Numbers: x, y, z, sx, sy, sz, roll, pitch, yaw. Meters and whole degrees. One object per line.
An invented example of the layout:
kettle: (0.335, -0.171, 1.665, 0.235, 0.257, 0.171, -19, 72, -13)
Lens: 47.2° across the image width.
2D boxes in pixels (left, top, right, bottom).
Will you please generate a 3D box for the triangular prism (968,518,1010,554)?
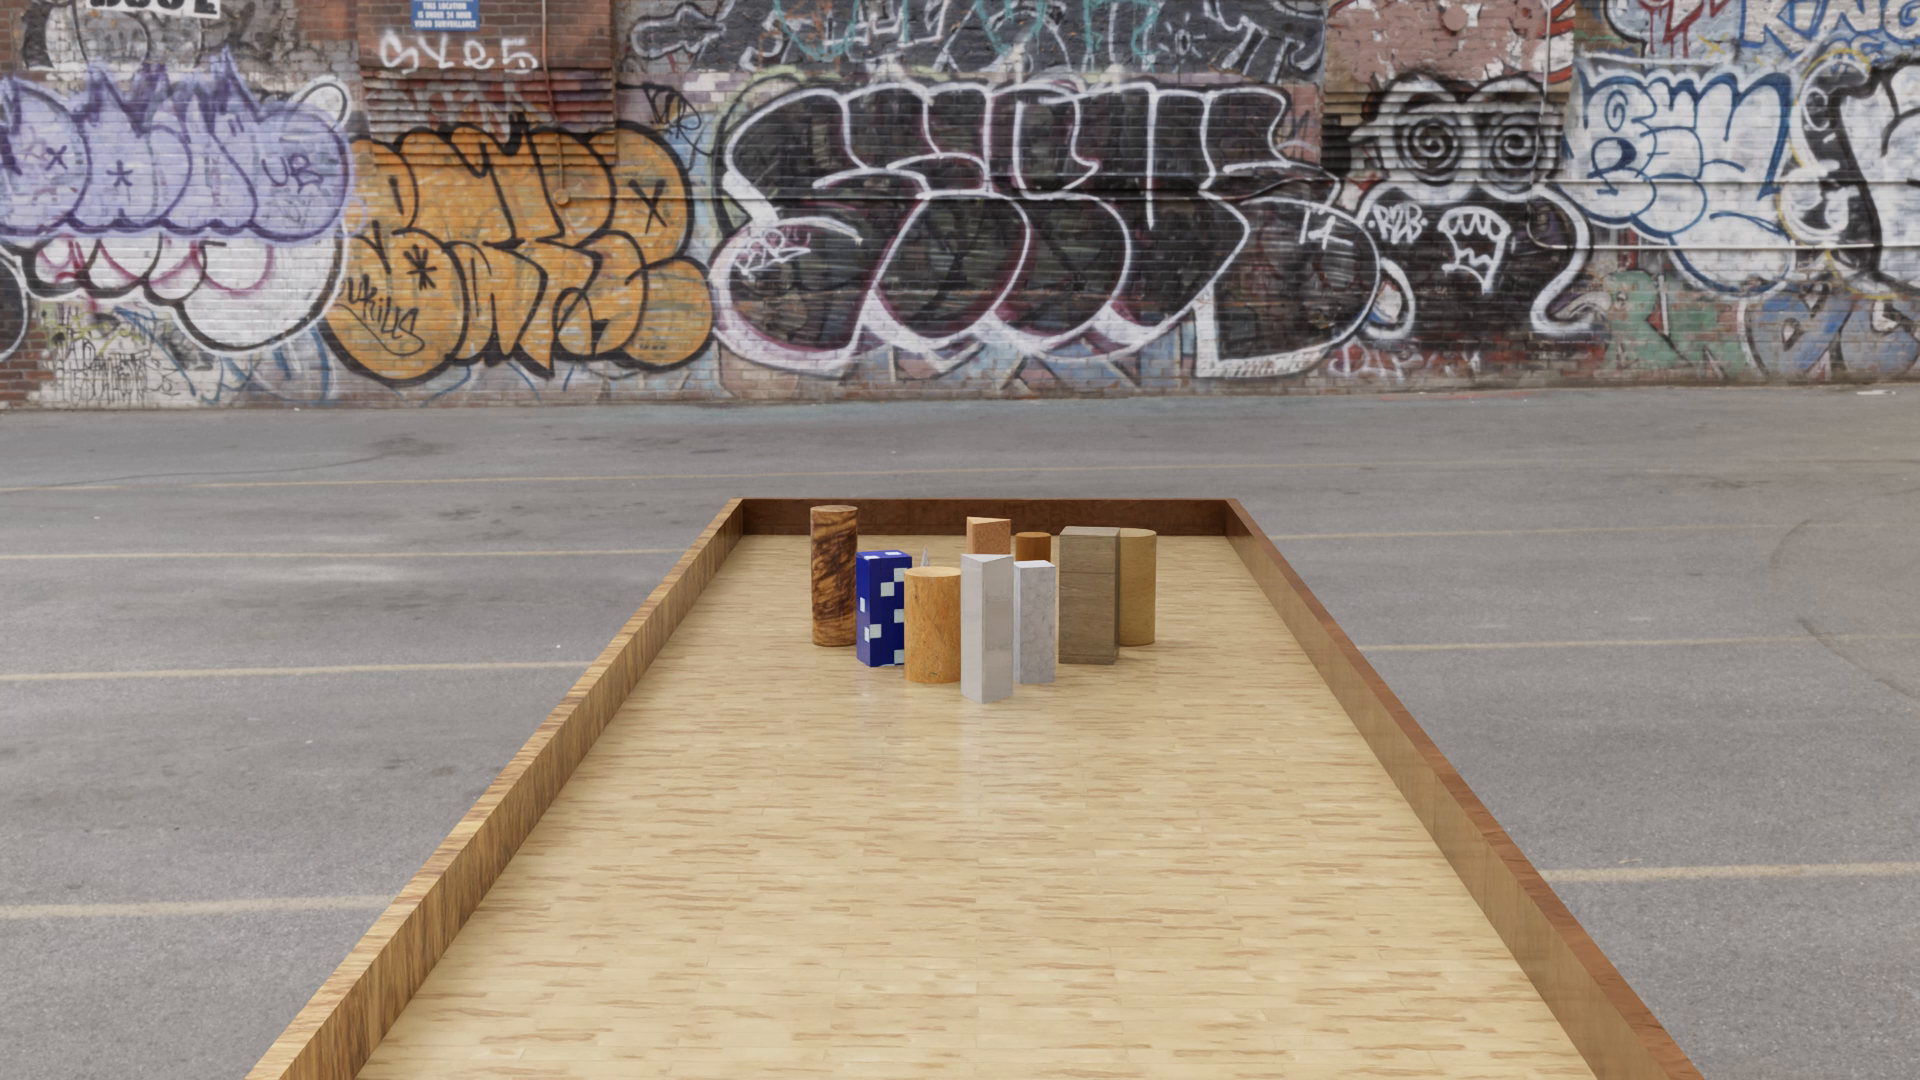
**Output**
triangular prism: (0.061, 0.148, 6.715, 0.141, 0.426, 0.122, -7, 11, -37)

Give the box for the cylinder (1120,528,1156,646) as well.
cylinder: (0.530, 0.148, 6.960, 0.178, 0.348, 0.178, 0, 9, 0)

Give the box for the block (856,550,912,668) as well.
block: (-0.230, 0.206, 6.658, 0.134, 0.329, 0.134, -3, 10, -20)

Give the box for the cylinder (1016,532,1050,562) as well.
cylinder: (0.231, 0.152, 6.956, 0.112, 0.342, 0.112, 0, 9, 0)

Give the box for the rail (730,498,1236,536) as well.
rail: (0.099, -0.098, 9.147, 2.100, 0.150, 0.050, 0, 9, 1)

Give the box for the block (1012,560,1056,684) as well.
block: (0.211, 0.239, 6.408, 0.106, 0.343, 0.106, -2, 9, -15)

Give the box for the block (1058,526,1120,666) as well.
block: (0.395, 0.168, 6.691, 0.168, 0.395, 0.168, 2, 9, 9)

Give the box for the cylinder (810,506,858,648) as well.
cylinder: (-0.395, 0.113, 6.929, 0.148, 0.429, 0.148, 0, 9, 0)

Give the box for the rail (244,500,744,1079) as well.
rail: (-1.004, 0.839, 3.234, 0.050, 0.150, 12.000, 0, 9, 1)

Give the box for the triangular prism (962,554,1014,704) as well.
triangular prism: (0.056, 0.244, 6.186, 0.126, 0.402, 0.146, 6, 11, 35)

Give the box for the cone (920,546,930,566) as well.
cone: (-0.108, 0.171, 6.922, 0.145, 0.316, 0.145, 0, 9, 0)

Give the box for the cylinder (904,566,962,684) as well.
cylinder: (-0.074, 0.247, 6.443, 0.180, 0.315, 0.180, 0, 9, 0)

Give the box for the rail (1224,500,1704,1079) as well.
rail: (1.046, 0.843, 3.208, 0.050, 0.150, 12.000, 0, 9, 1)
